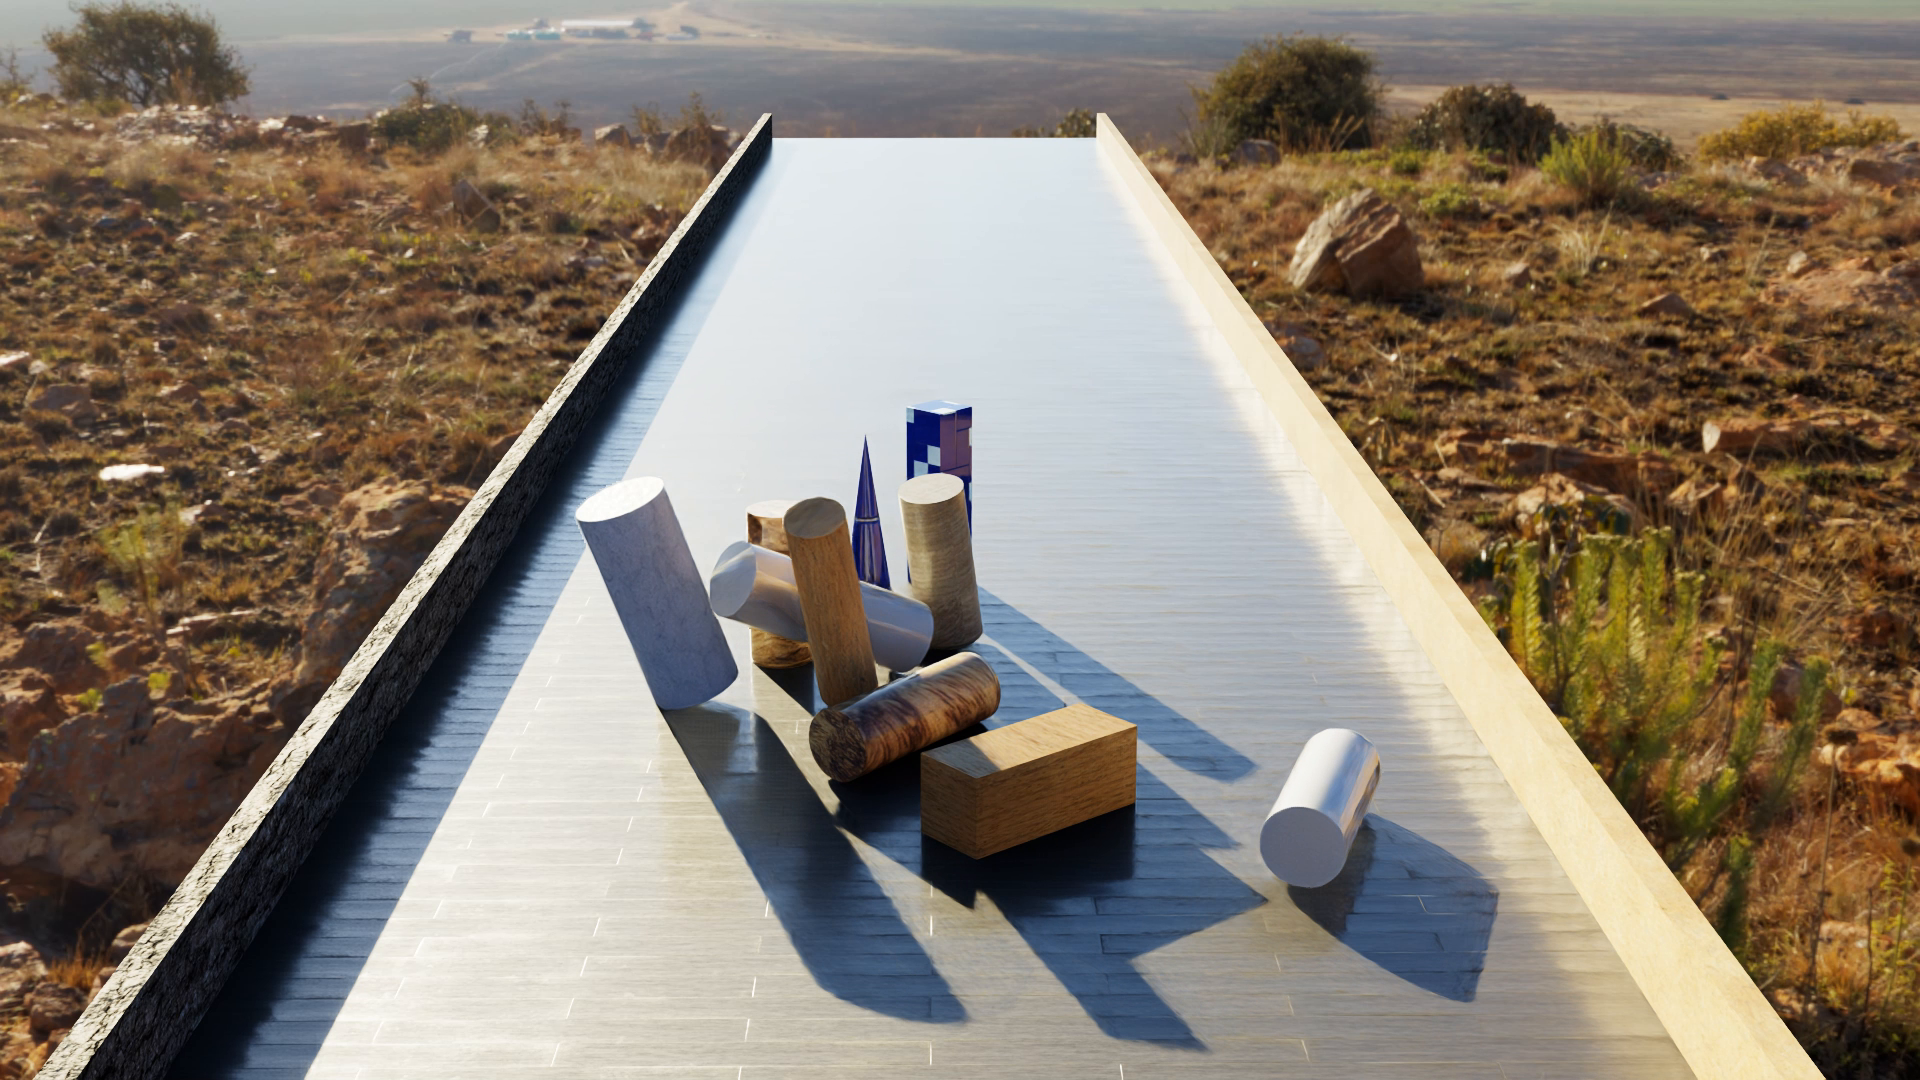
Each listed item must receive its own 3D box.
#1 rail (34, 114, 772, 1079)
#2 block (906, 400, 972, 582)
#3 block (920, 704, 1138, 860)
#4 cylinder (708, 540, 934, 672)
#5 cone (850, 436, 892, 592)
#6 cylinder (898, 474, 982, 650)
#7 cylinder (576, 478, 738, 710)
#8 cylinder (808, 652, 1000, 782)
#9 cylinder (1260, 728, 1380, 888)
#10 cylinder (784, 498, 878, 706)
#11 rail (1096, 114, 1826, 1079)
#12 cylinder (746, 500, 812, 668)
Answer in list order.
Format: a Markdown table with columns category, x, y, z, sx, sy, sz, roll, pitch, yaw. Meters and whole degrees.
| category | x | y | z | sx | sy | sz | roll | pitch | yaw |
| --- | --- | --- | --- | --- | --- | --- | --- | --- | --- |
| rail | -1.118 | -0.838 | 7.780 | 0.050 | 0.150 | 12.000 | 0 | 17 | -1 |
| block | -0.046 | -0.099 | 4.860 | 0.102 | 0.400 | 0.102 | 15 | 22 | 41 |
| block | 0.117 | 0.396 | 3.651 | 0.355 | 0.140 | 0.140 | -14 | 21 | -38 |
| cylinder | -0.262 | 0.131 | 4.220 | 0.434 | 0.148 | 0.148 | 20 | 1 | -38 |
| cone | -0.198 | -0.035 | 4.657 | 0.117 | 0.393 | 0.117 | 0 | 17 | 0 |
| cylinder | -0.038 | 0.045 | 4.451 | 0.133 | 0.335 | 0.133 | -6 | 27 | 3 |
| cylinder | -0.564 | 0.101 | 4.118 | 0.170 | 0.406 | 0.170 | -16 | 23 | 7 |
| cylinder | -0.095 | 0.313 | 3.943 | 0.132 | 0.132 | 0.378 | 13 | 21 | 37 |
| cylinder | 0.585 | 0.428 | 3.550 | 0.136 | 0.136 | 0.345 | 6 | 17 | 18 |
| cylinder | -0.235 | 0.122 | 4.048 | 0.112 | 0.431 | 0.112 | -5 | 41 | 4 |
| rail | 0.932 | -0.844 | 7.801 | 0.050 | 0.150 | 12.000 | 0 | 17 | -1 |
| cylinder | -0.358 | 0.088 | 4.384 | 0.128 | 0.312 | 0.128 | 0 | 17 | 0 |
